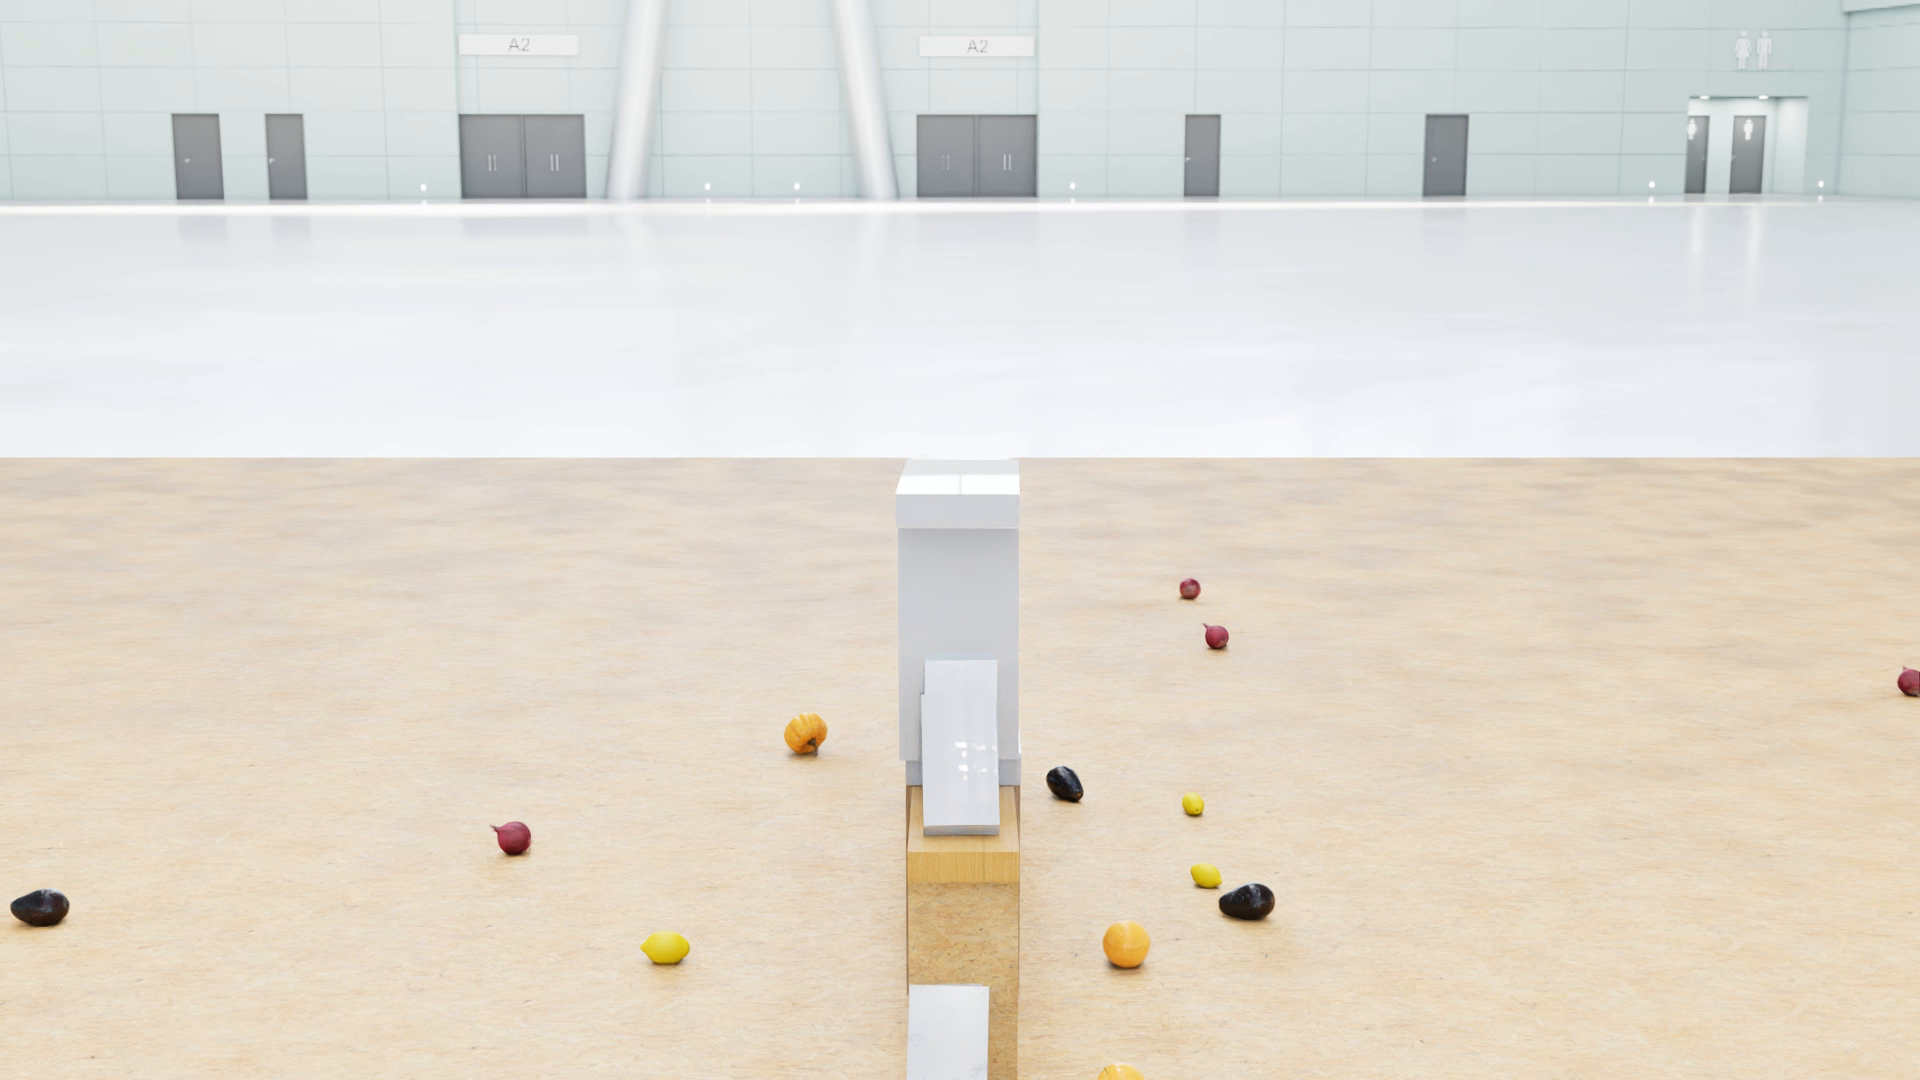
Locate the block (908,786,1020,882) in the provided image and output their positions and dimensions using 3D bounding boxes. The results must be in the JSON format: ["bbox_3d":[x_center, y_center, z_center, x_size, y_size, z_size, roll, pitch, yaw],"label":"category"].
[{"bbox_3d":[0.004,0.398,3.000,0.145,0.041,0.290,0,11,0],"label":"block"}]

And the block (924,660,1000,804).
[{"bbox_3d":[0.002,0.268,3.046,0.100,0.201,0.028,0,-9,-2],"label":"block"}]

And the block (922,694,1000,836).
[{"bbox_3d":[-0.001,0.302,2.968,0.100,0.028,0.201,0,55,-2],"label":"block"}]

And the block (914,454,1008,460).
[{"bbox_3d":[0.000,-0.093,3.486,0.153,0.043,0.305,0,11,0],"label":"block"}]

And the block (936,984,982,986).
[{"bbox_3d":[-0.001,0.608,2.859,0.061,0.017,0.122,0,10,0],"label":"block"}]

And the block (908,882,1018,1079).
[{"bbox_3d":[0.004,0.579,2.936,0.145,0.290,0.041,0,11,0],"label":"block"}]

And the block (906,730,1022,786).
[{"bbox_3d":[0.005,0.297,3.303,0.166,0.047,0.331,0,11,0],"label":"block"}]

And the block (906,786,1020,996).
[{"bbox_3d":[0.004,0.503,3.229,0.166,0.331,0.047,0,11,0],"label":"block"}]

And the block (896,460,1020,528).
[{"bbox_3d":[0.000,-0.069,3.159,0.169,0.048,0.337,0,10,1],"label":"block"}]

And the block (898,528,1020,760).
[{"bbox_3d":[-0.003,0.139,3.096,0.169,0.337,0.048,0,8,-2],"label":"block"}]

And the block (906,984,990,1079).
[{"bbox_3d":[-0.016,0.663,2.762,0.100,0.201,0.028,1,-20,3],"label":"block"}]
